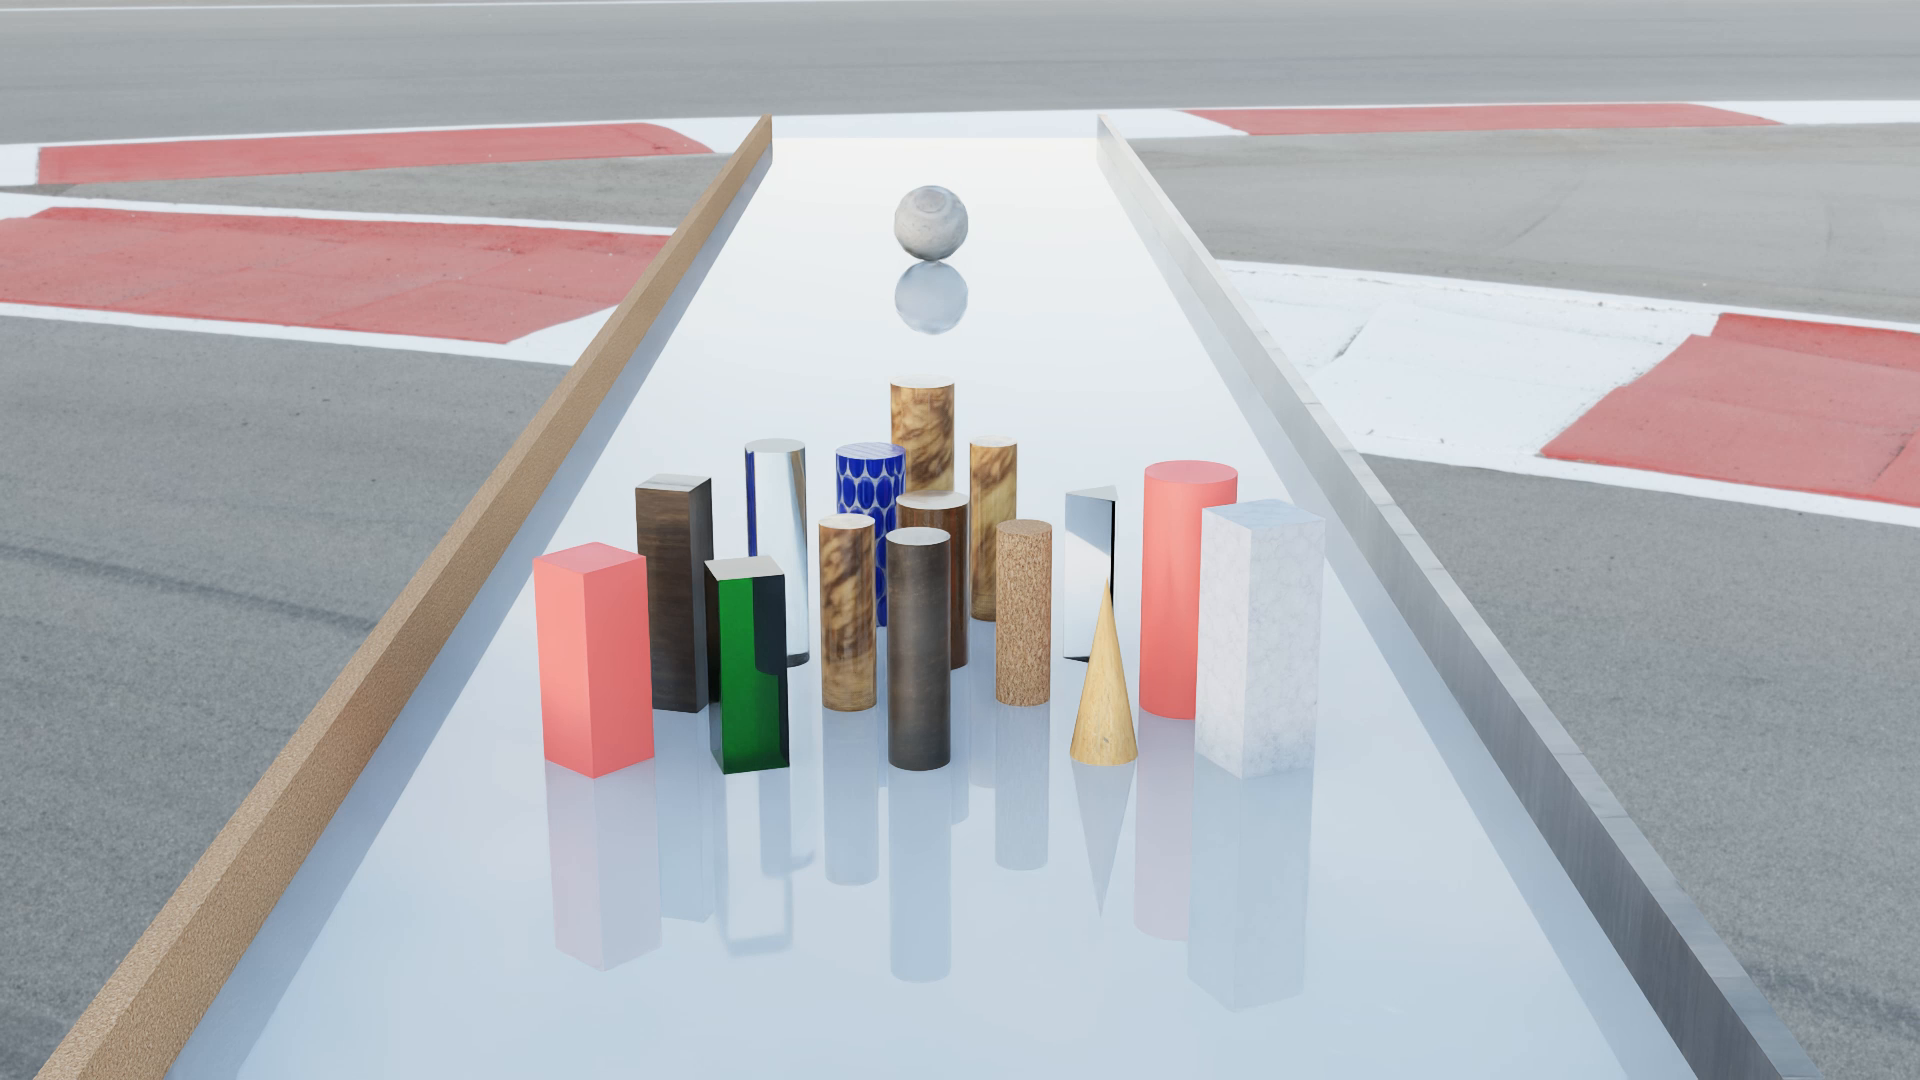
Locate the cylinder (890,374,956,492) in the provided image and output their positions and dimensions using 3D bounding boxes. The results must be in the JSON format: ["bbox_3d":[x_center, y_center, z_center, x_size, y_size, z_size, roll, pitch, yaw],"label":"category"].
[{"bbox_3d":[-0.082,-0.129,4.861,0.142,0.455,0.142,0,17,0],"label":"cylinder"}]

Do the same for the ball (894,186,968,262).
[{"bbox_3d":[-0.119,-1.307,9.077,0.311,0.311,0.311,0,17,0],"label":"ball"}]

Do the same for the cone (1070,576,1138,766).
[{"bbox_3d":[0.258,0.222,3.896,0.123,0.333,0.123,0,17,0],"label":"cone"}]

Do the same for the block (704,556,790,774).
[{"bbox_3d":[-0.375,0.219,3.866,0.118,0.357,0.118,-5,17,-17],"label":"block"}]

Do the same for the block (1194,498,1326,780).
[{"bbox_3d":[0.524,0.171,3.859,0.152,0.452,0.152,-8,18,-25],"label":"block"}]

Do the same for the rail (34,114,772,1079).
[{"bbox_3d":[-1.118,-0.838,7.780,0.050,0.150,12.000,0,17,-1],"label":"rail"}]

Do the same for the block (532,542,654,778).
[{"bbox_3d":[-0.643,0.209,3.868,0.138,0.374,0.138,14,22,40],"label":"block"}]

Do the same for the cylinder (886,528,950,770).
[{"bbox_3d":[-0.072,0.191,3.857,0.112,0.414,0.112,0,17,0],"label":"cylinder"}]

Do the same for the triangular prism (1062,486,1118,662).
[{"bbox_3d":[0.282,0.068,4.395,0.115,0.344,0.099,9,19,29],"label":"triangular prism"}]

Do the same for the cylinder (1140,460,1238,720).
[{"bbox_3d":[0.426,0.092,4.118,0.172,0.456,0.172,0,17,0],"label":"cylinder"}]

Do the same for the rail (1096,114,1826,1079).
[{"bbox_3d":[0.932,-0.844,7.801,0.050,0.150,12.000,0,17,-1],"label":"rail"}]

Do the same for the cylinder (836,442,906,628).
[{"bbox_3d":[-0.186,-0.012,4.630,0.147,0.363,0.147,0,17,0],"label":"cylinder"}]

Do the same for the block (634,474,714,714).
[{"bbox_3d":[-0.531,0.100,4.132,0.107,0.432,0.107,5,17,15],"label":"block"}]

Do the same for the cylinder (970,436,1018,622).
[{"bbox_3d":[0.070,-0.024,4.640,0.100,0.380,0.100,0,17,0],"label":"cylinder"}]

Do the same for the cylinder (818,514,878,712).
[{"bbox_3d":[-0.210,0.137,4.137,0.105,0.359,0.105,0,17,0],"label":"cylinder"}]

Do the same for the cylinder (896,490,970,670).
[{"bbox_3d":[-0.054,0.080,4.372,0.145,0.334,0.145,0,17,0],"label":"cylinder"}]

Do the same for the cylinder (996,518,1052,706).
[{"bbox_3d":[0.121,0.138,4.167,0.105,0.340,0.105,0,17,0],"label":"cylinder"}]

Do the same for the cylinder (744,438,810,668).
[{"bbox_3d":[-0.362,0.027,4.363,0.119,0.442,0.119,0,17,0],"label":"cylinder"}]
